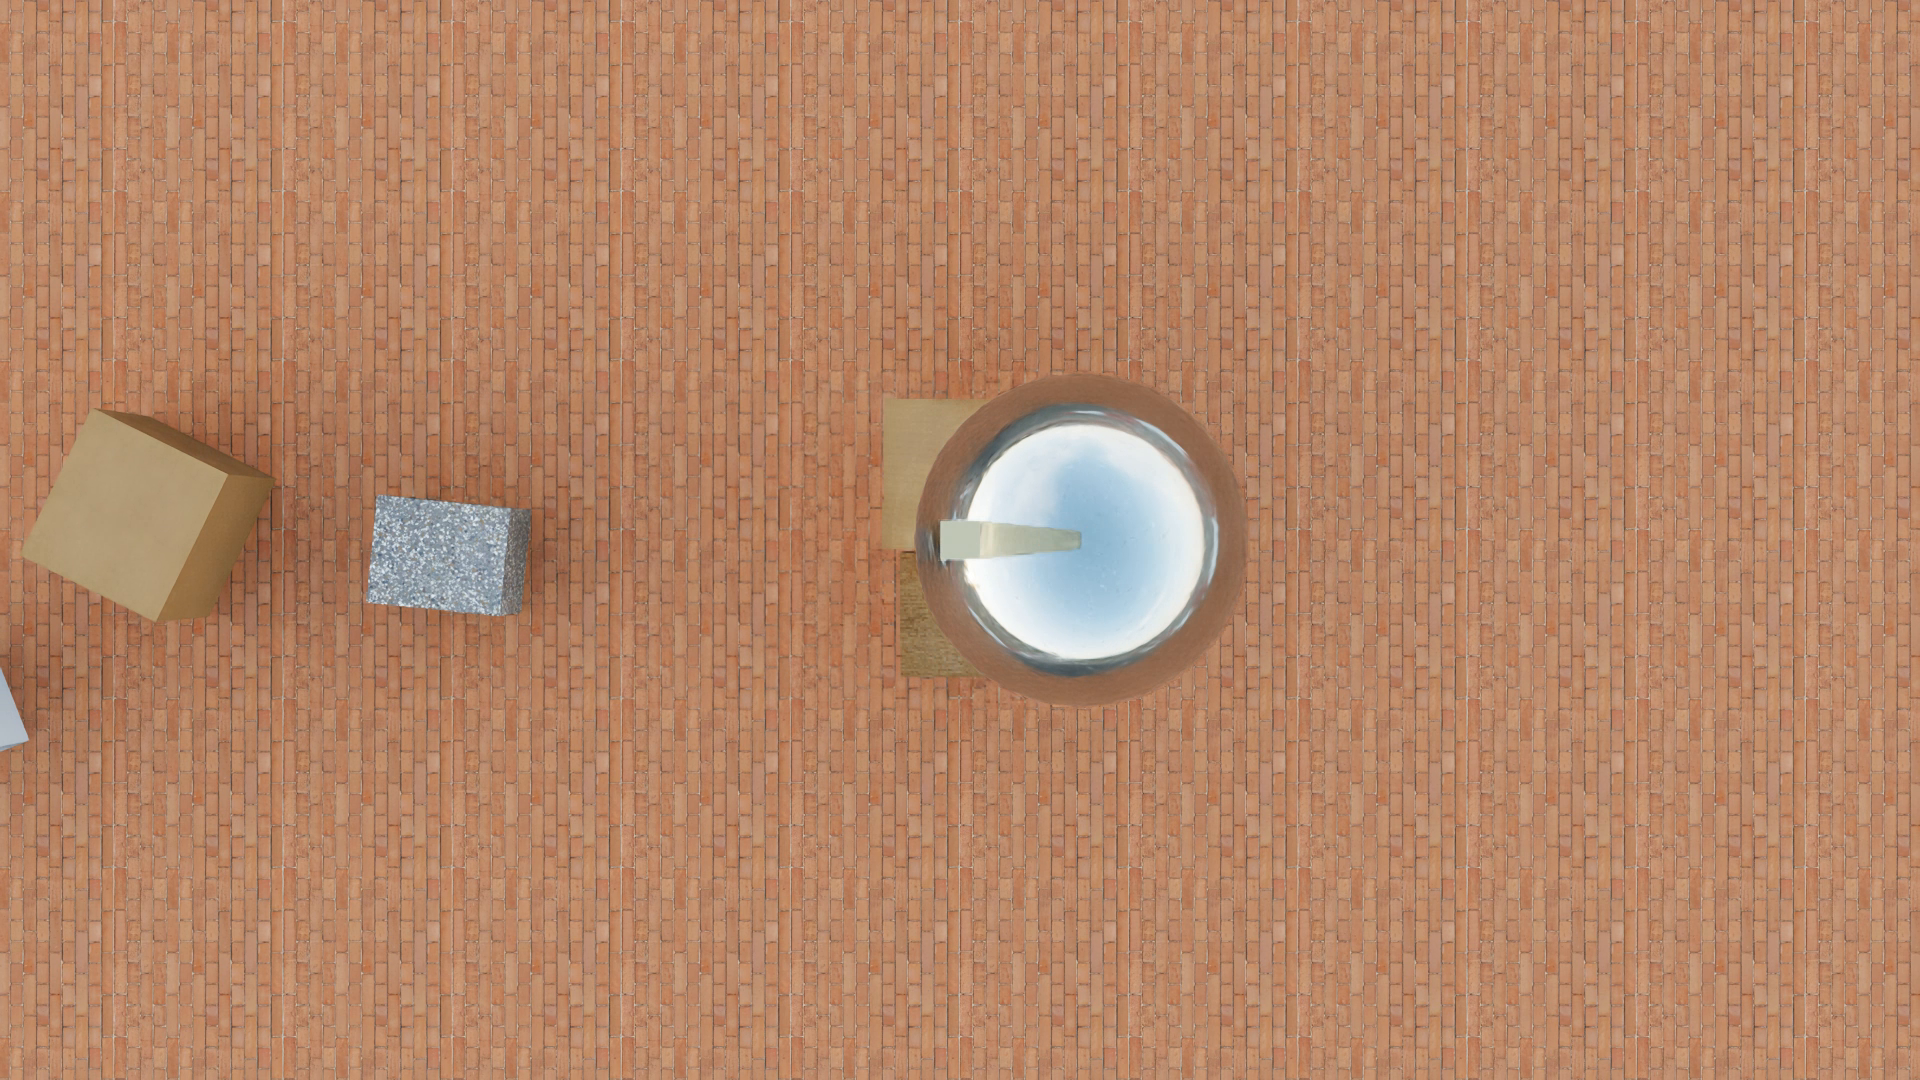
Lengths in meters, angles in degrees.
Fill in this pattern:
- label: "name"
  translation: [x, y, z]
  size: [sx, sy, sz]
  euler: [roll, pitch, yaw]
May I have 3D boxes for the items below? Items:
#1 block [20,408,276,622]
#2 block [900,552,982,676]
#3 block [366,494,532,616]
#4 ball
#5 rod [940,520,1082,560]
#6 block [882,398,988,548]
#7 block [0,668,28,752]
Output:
- label: "block"
  translation: [-4.617, -0.139, 12.571]
  size: [0.839, 0.858, 0.908]
  euler: [26, 90, 0]
- label: "block"
  translation: [-0.019, 0.416, 12.643]
  size: [0.626, 0.713, 0.692]
  euler: [0, 90, 0]
- label: "block"
  translation: [-2.938, 0.087, 12.694]
  size: [0.754, 0.612, 0.610]
  euler: [6, 90, 0]
- label: "ball"
  translation: [0.579, 0.000, 10.539]
  size: [1.600, 1.600, 1.600]
  euler: [0, 90, 0]
- label: "rod"
  translation: [0.251, 0.000, 7.155]
  size: [0.080, 5.200, 0.080]
  euler: [0, 90, 6]
- label: "block"
  translation: [0.060, -0.359, 12.500]
  size: [0.956, 1.000, 0.822]
  euler: [1, 90, 0]
- label: "block"
  translation: [-5.943, 0.993, 12.671]
  size: [0.682, 0.657, 0.681]
  euler: [-22, 90, 0]
